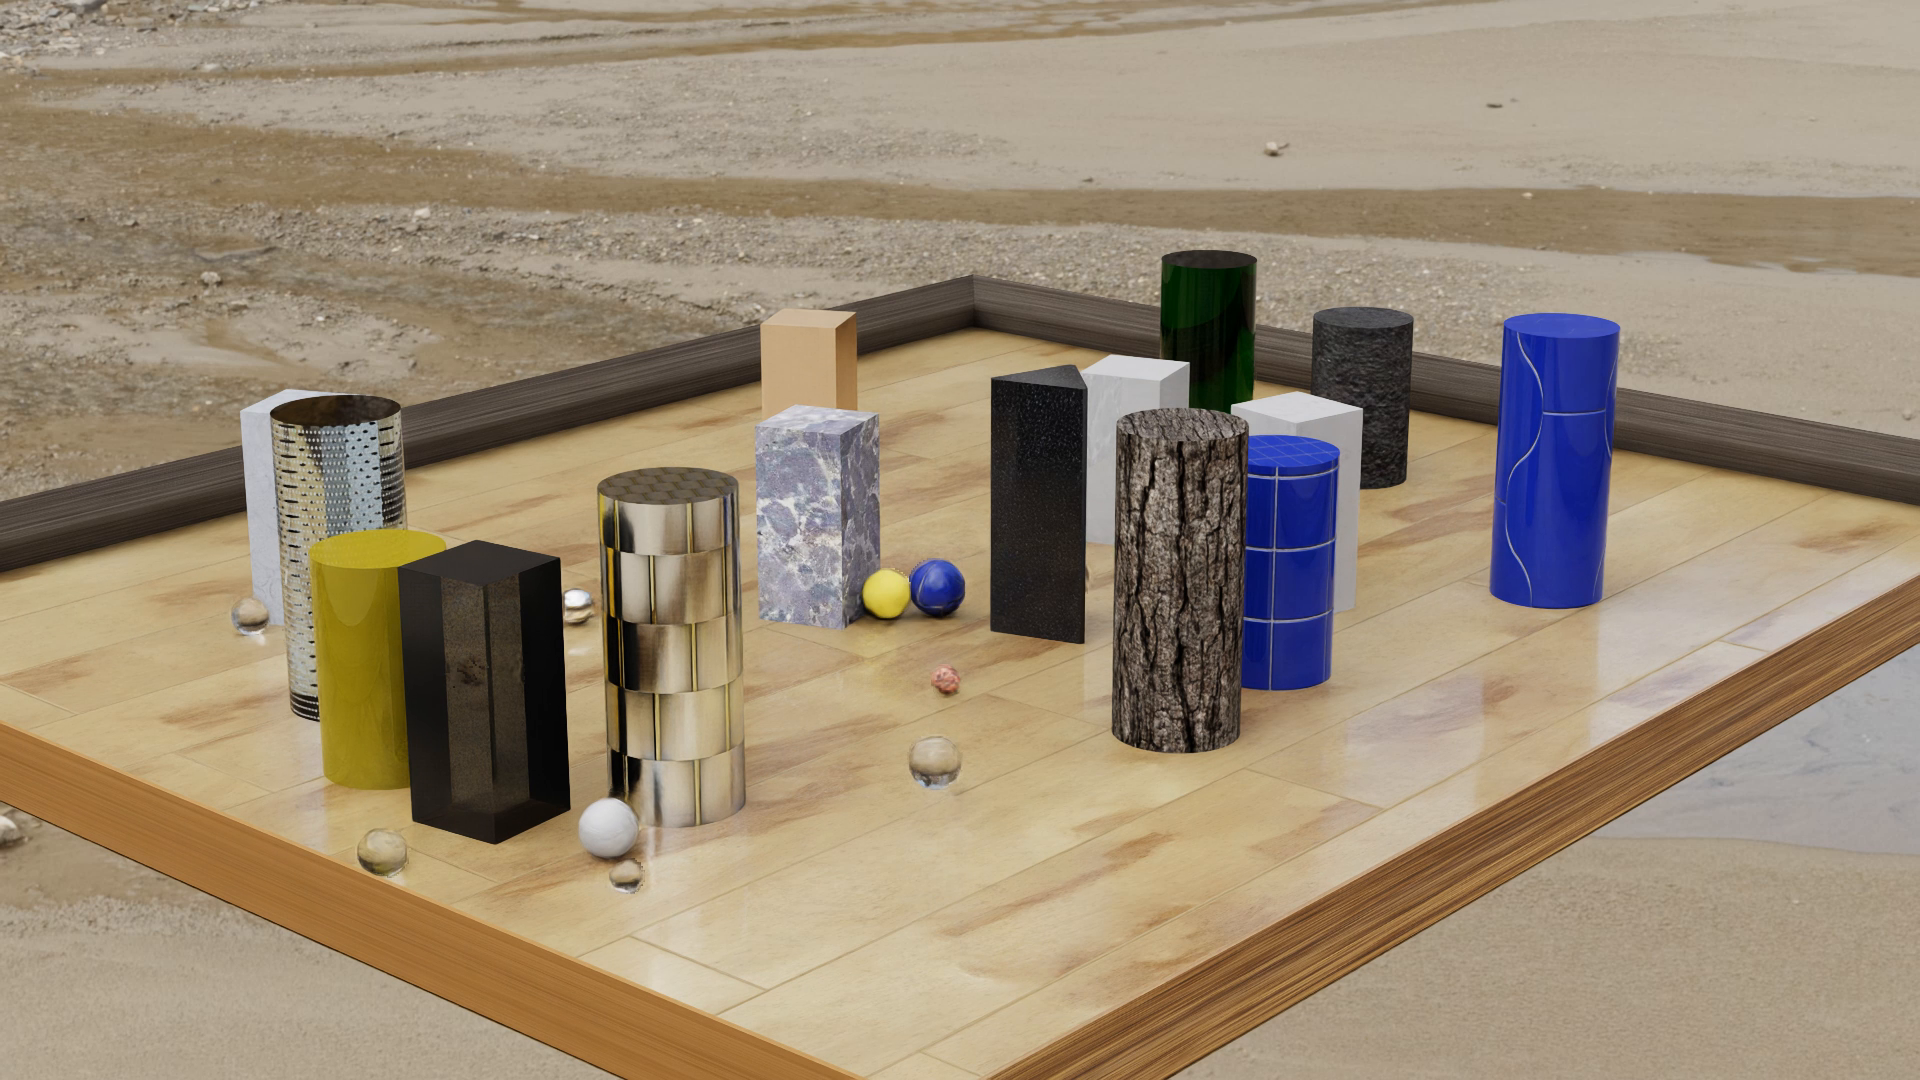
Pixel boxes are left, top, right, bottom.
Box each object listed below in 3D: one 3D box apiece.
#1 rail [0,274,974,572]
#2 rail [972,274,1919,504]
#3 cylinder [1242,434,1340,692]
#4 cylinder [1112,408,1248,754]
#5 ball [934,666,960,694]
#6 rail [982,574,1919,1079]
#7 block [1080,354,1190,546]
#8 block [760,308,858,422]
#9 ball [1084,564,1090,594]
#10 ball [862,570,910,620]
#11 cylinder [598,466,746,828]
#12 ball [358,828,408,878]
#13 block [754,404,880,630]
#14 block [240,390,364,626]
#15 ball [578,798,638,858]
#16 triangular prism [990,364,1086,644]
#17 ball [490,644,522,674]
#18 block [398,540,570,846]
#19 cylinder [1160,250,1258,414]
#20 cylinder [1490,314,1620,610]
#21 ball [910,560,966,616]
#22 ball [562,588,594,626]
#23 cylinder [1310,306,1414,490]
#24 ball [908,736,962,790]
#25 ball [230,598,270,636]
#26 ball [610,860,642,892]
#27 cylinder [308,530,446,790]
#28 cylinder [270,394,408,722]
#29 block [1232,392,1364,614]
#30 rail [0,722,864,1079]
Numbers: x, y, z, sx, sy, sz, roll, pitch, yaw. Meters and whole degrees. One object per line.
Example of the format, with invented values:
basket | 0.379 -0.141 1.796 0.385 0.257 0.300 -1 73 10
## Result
rail | -1.026 -0.225 5.973 0.045 0.128 3.279 14 22 39
rail | 1.059 -0.320 6.288 2.765 0.128 0.045 14 22 39
cylinder | 0.503 0.035 4.694 0.196 0.369 0.196 0 17 0
cylinder | 0.330 0.060 4.414 0.196 0.484 0.196 0 17 0
ball | -0.021 0.221 4.642 0.043 0.043 0.043 0 17 0
rail | 1.026 0.289 4.267 0.045 0.128 3.279 14 22 39
block | 0.322 -0.164 5.439 0.157 0.321 0.157 7 18 23
block | -0.308 -0.319 6.025 0.157 0.279 0.157 4 17 13
ball | 0.184 0.068 5.079 0.084 0.084 0.084 0 17 0
ball | -0.126 0.093 4.996 0.083 0.083 0.083 0 17 0
cylinder | -0.405 0.150 4.138 0.196 0.471 0.196 0 17 0
ball | -0.776 0.420 3.942 0.067 0.067 0.067 0 17 0
block | -0.240 -0.041 4.995 0.157 0.340 0.157 7 18 22
block | -1.100 -0.052 4.982 0.157 0.371 0.157 5 17 16
ball | -0.480 0.393 4.005 0.081 0.081 0.081 0 17 0
triangular prism | 0.158 -0.066 4.913 0.170 0.437 0.147 8 18 24
ball | -0.731 0.191 4.729 0.050 0.050 0.050 0 17 0
block | -0.663 0.210 4.102 0.157 0.376 0.157 11 20 32
cylinder | 0.511 -0.388 6.063 0.196 0.391 0.196 0 17 0
cylinder | 1.029 -0.138 5.080 0.196 0.478 0.196 0 17 0
ball | -0.038 0.082 5.011 0.097 0.097 0.097 0 17 0
ball | -0.651 0.113 4.968 0.063 0.063 0.063 0 17 0
cylinder | 0.796 -0.284 5.828 0.196 0.325 0.196 0 17 0
ball | -0.036 0.323 4.246 0.078 0.078 0.078 0 17 0
ball | -1.191 0.128 4.917 0.064 0.064 0.064 0 17 0
ball | -0.443 0.447 3.893 0.044 0.044 0.044 0 17 0
cylinder | -0.843 0.173 4.293 0.196 0.336 0.196 0 17 0
cylinder | -0.952 0.028 4.539 0.196 0.472 0.196 0 17 0
block | 0.571 -0.056 5.023 0.157 0.355 0.157 -13 21 -36
rail | -1.059 0.384 3.952 2.765 0.128 0.045 14 22 39
